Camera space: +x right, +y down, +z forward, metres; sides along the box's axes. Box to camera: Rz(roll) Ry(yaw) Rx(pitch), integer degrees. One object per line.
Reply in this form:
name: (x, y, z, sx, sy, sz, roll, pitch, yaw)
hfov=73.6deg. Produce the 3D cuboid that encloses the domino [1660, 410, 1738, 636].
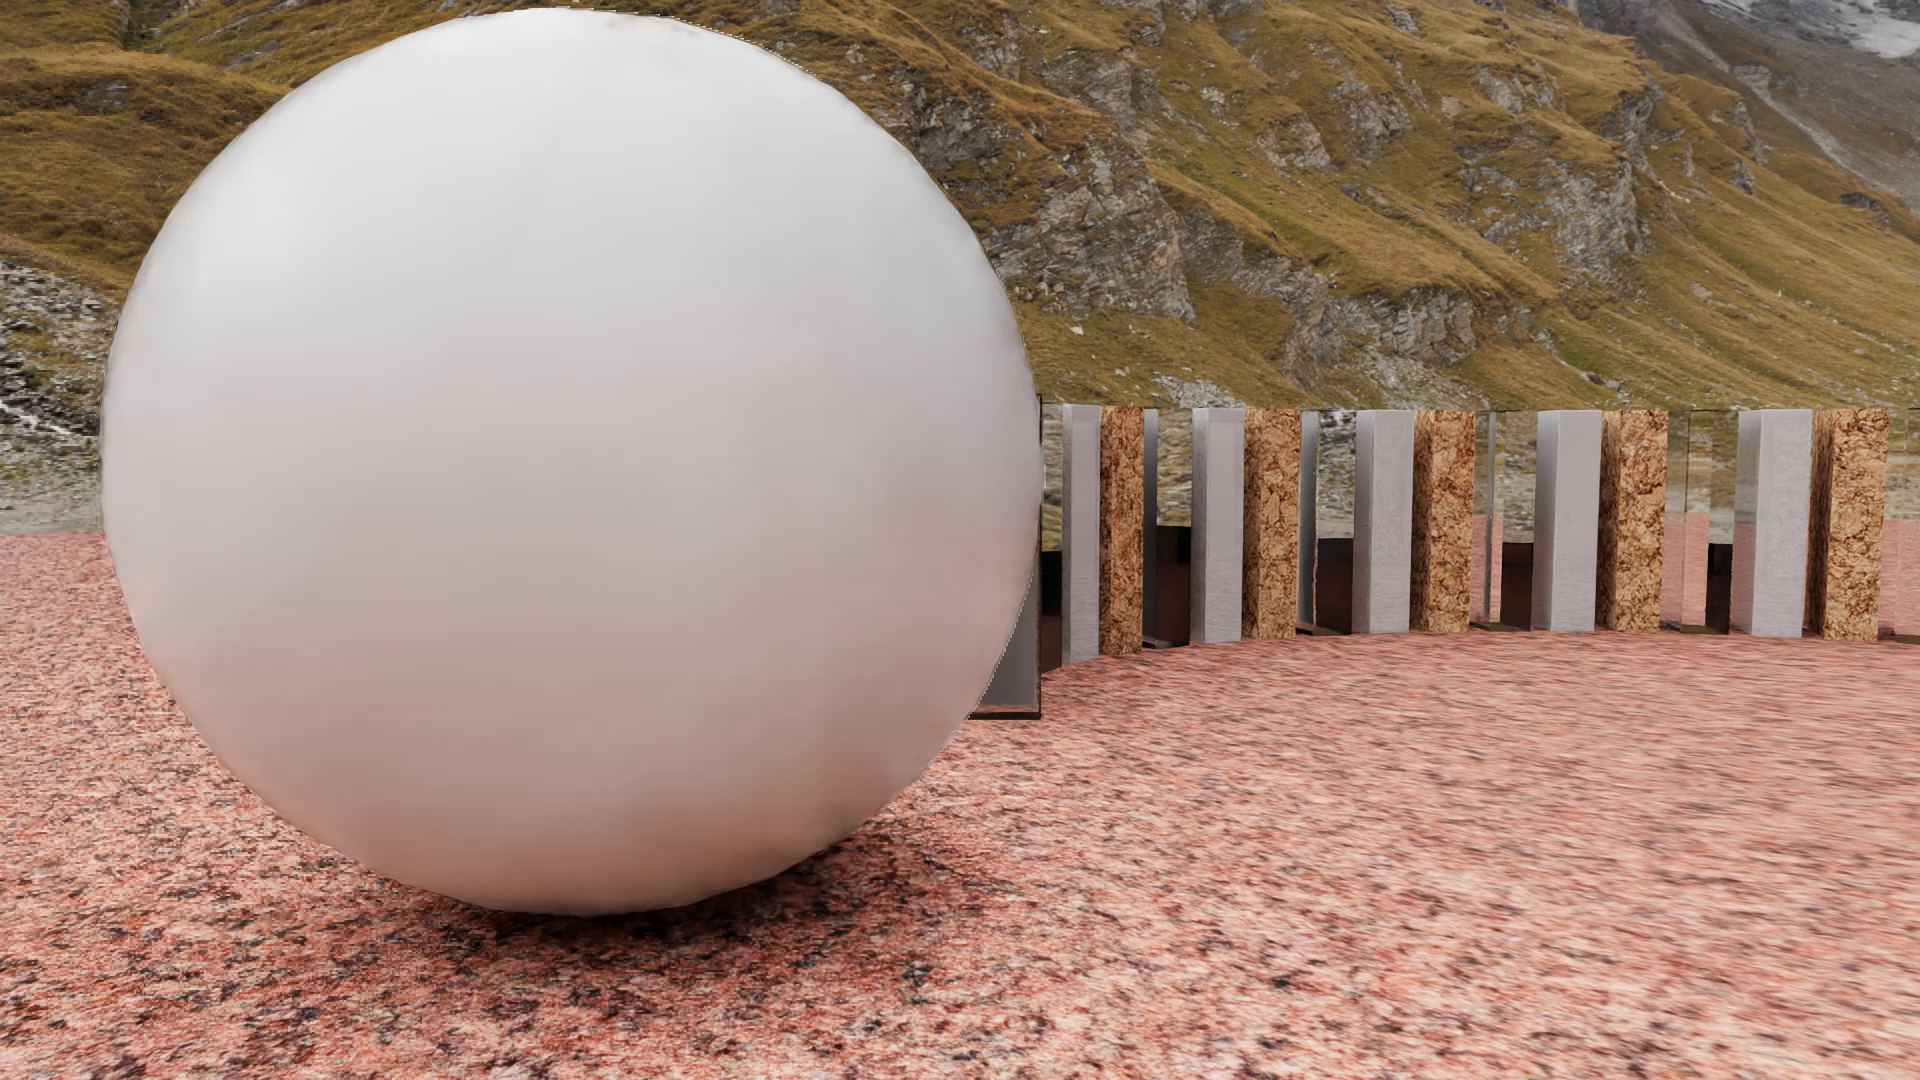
domino: (0.169, -0.005, 0.297, 0.009, 0.050, 0.025, 1, 4, 13)

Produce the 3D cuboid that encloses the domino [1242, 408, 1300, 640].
domino: (0.065, -0.004, 0.290, 0.009, 0.050, 0.025, -2, 5, -20)

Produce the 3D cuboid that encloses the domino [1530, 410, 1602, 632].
domino: (0.139, -0.005, 0.301, 0.009, 0.050, 0.025, 0, 4, 3)

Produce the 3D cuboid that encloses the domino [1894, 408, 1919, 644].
domino: (0.211, -0.003, 0.280, 0.009, 0.050, 0.025, 3, 5, 35)

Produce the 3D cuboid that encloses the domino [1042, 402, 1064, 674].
domino: (0.006, -0.001, 0.245, 0.025, 0.050, 0.009, 2, 5, 30)

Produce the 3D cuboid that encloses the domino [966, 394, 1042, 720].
domino: (0.000, 0.002, 0.201, 0.025, 0.050, 0.009, 0, 4, 0)

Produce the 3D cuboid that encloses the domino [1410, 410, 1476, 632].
domino: (0.109, -0.005, 0.300, 0.009, 0.050, 0.025, 0, 4, -6)

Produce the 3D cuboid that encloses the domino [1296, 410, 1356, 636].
domino: (0.079, -0.005, 0.295, 0.009, 0.050, 0.025, -1, 4, -15)

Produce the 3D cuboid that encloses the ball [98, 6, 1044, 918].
ball: (-0.032, -0.006, 0.120, 0.080, 0.080, 0.080, 0, 4, 0)

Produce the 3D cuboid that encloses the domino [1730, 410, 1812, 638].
domino: (0.184, -0.004, 0.293, 0.009, 0.050, 0.025, 1, 5, 18)

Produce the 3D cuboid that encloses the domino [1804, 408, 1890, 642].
domino: (0.198, -0.004, 0.287, 0.009, 0.050, 0.025, 2, 5, 25)

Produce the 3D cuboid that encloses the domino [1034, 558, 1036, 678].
domino: (0.001, 0.000, 0.231, 0.025, 0.050, 0.009, 1, 4, 10)

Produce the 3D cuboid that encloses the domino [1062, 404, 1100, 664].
domino: (0.015, -0.002, 0.257, 0.025, 0.050, 0.009, 4, 6, 40)

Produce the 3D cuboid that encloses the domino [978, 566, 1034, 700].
domino: (0.000, 0.001, 0.216, 0.025, 0.050, 0.009, 0, 4, 0)

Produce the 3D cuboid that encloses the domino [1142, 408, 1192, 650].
domino: (0.038, -0.003, 0.277, 0.009, 0.050, 0.025, -3, 5, -32)

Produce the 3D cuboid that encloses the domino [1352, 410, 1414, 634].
domino: (0.094, -0.005, 0.298, 0.009, 0.050, 0.025, -1, 4, -10)

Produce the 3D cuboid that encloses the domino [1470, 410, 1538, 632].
domino: (0.124, -0.005, 0.301, 0.009, 0.050, 0.025, 0, 4, -2)

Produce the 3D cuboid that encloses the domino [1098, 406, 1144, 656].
domino: (0.026, -0.003, 0.268, 0.009, 0.050, 0.025, -4, 6, -41)

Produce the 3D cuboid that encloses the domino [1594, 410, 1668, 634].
domino: (0.155, -0.005, 0.300, 0.009, 0.050, 0.025, 1, 4, 8)

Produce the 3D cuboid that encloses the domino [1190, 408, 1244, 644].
domino: (0.051, -0.004, 0.284, 0.009, 0.050, 0.025, -2, 5, -26)
